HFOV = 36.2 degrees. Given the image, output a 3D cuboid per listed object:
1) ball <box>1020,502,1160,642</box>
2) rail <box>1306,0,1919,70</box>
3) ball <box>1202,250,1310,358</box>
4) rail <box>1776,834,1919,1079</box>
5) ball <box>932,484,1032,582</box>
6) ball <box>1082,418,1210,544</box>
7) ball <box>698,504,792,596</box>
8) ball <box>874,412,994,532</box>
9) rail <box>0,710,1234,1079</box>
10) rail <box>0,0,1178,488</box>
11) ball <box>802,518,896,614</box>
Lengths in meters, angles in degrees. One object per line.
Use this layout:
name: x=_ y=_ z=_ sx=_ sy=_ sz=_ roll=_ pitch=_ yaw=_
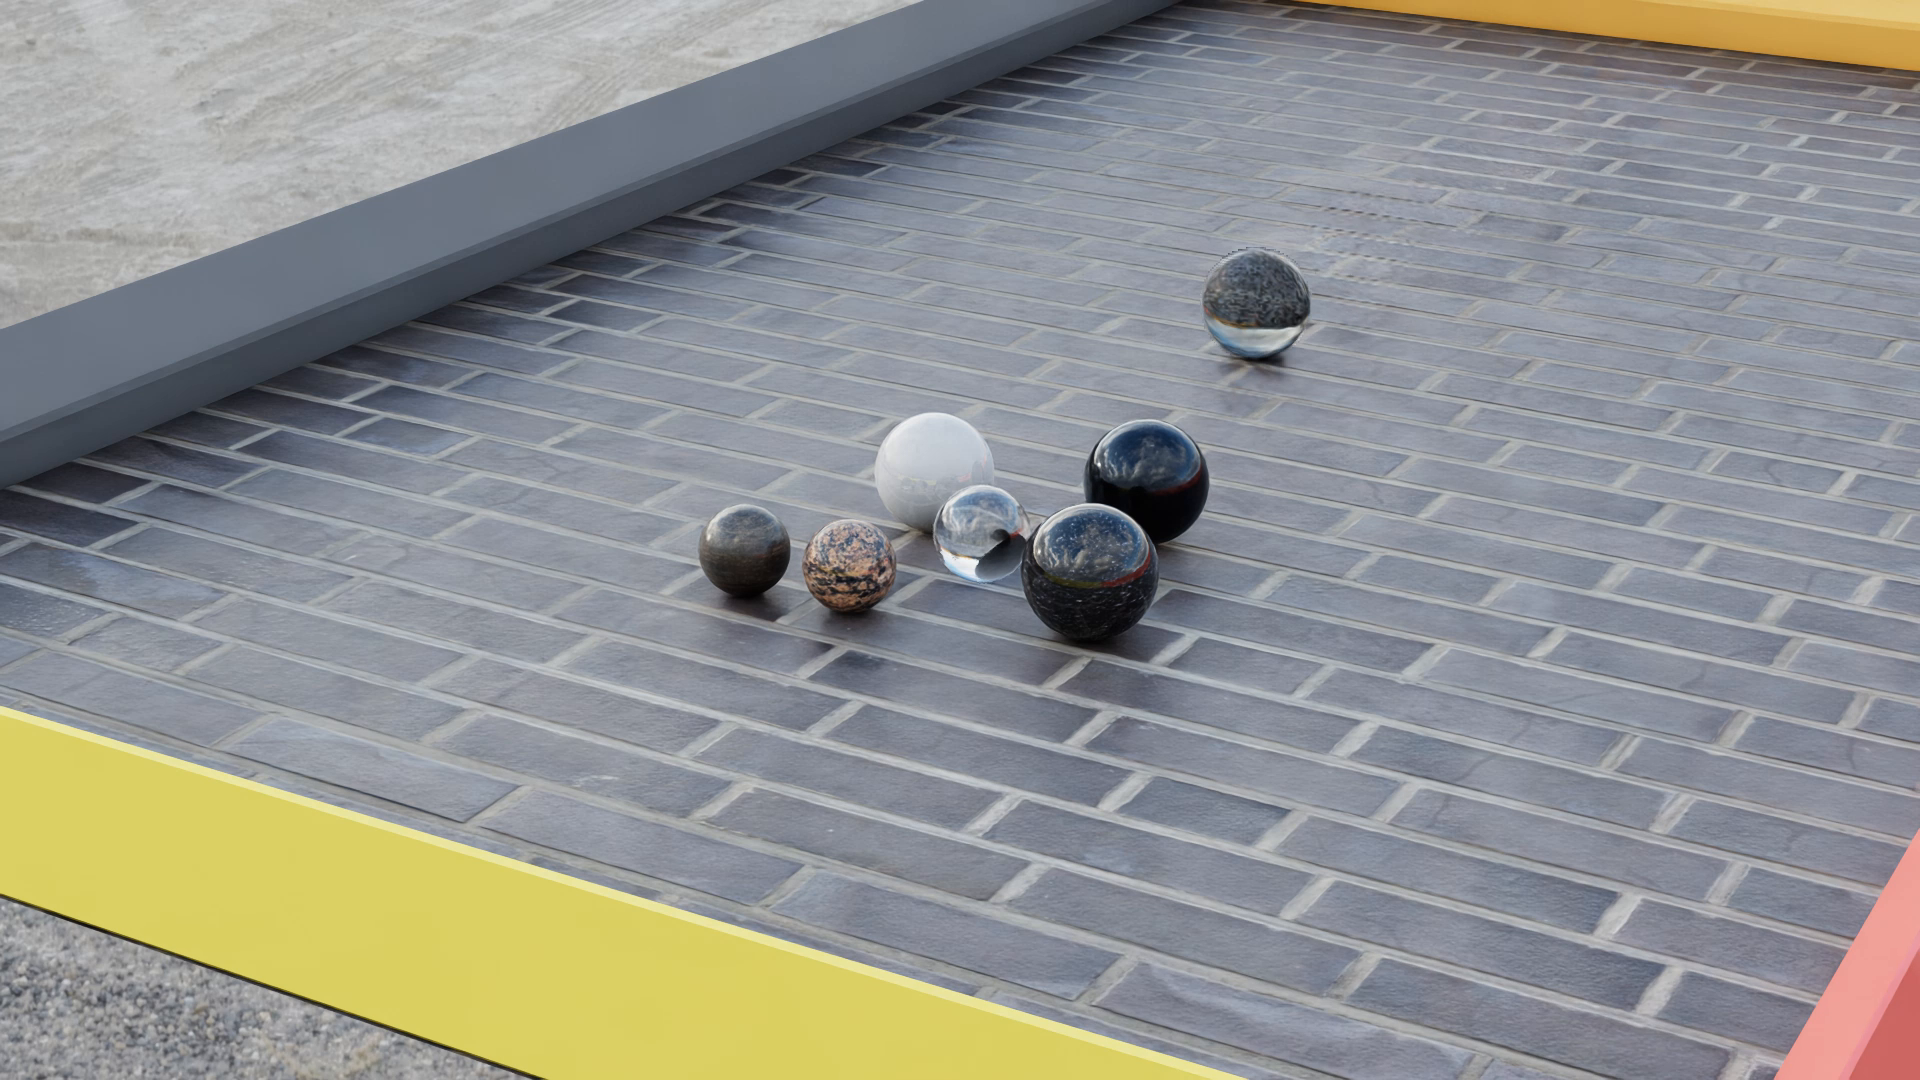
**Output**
ball: x=0.087 y=0.021 z=1.961 sx=0.093 sy=0.093 sz=0.093 roll=0 pitch=22 yaw=0
rail: x=0.949 y=-0.646 z=3.553 sx=1.460 sy=0.120 sz=0.045 roll=12 pitch=25 yaw=27
ball: x=0.252 y=-0.201 z=2.505 sx=0.092 sy=0.092 sz=0.092 roll=0 pitch=22 yaw=0
rail: x=0.933 y=-0.098 z=2.214 sx=0.045 sy=0.120 sz=2.573 roll=12 pitch=25 yaw=27
ball: x=0.016 y=-0.004 z=2.055 sx=0.069 sy=0.069 sz=0.069 roll=0 pitch=22 yaw=0
ball: x=0.134 y=-0.042 z=2.116 sx=0.091 sy=0.091 sz=0.091 roll=0 pitch=22 yaw=0
ball: x=-0.149 y=0.007 z=2.034 sx=0.064 sy=0.064 sz=0.064 roll=0 pitch=22 yaw=0
ball: x=-0.019 y=-0.049 z=2.140 sx=0.087 sy=0.087 sz=0.087 roll=0 pitch=22 yaw=0
rail: x=-0.309 y=0.183 z=1.526 sx=1.460 sy=0.120 sz=0.045 roll=12 pitch=25 yaw=27
rail: x=-0.292 y=-0.365 z=2.865 sx=0.045 sy=0.120 sz=2.573 roll=12 pitch=25 yaw=27
ball: x=-0.075 y=0.018 z=2.007 sx=0.065 sy=0.065 sz=0.065 roll=0 pitch=22 yaw=0
